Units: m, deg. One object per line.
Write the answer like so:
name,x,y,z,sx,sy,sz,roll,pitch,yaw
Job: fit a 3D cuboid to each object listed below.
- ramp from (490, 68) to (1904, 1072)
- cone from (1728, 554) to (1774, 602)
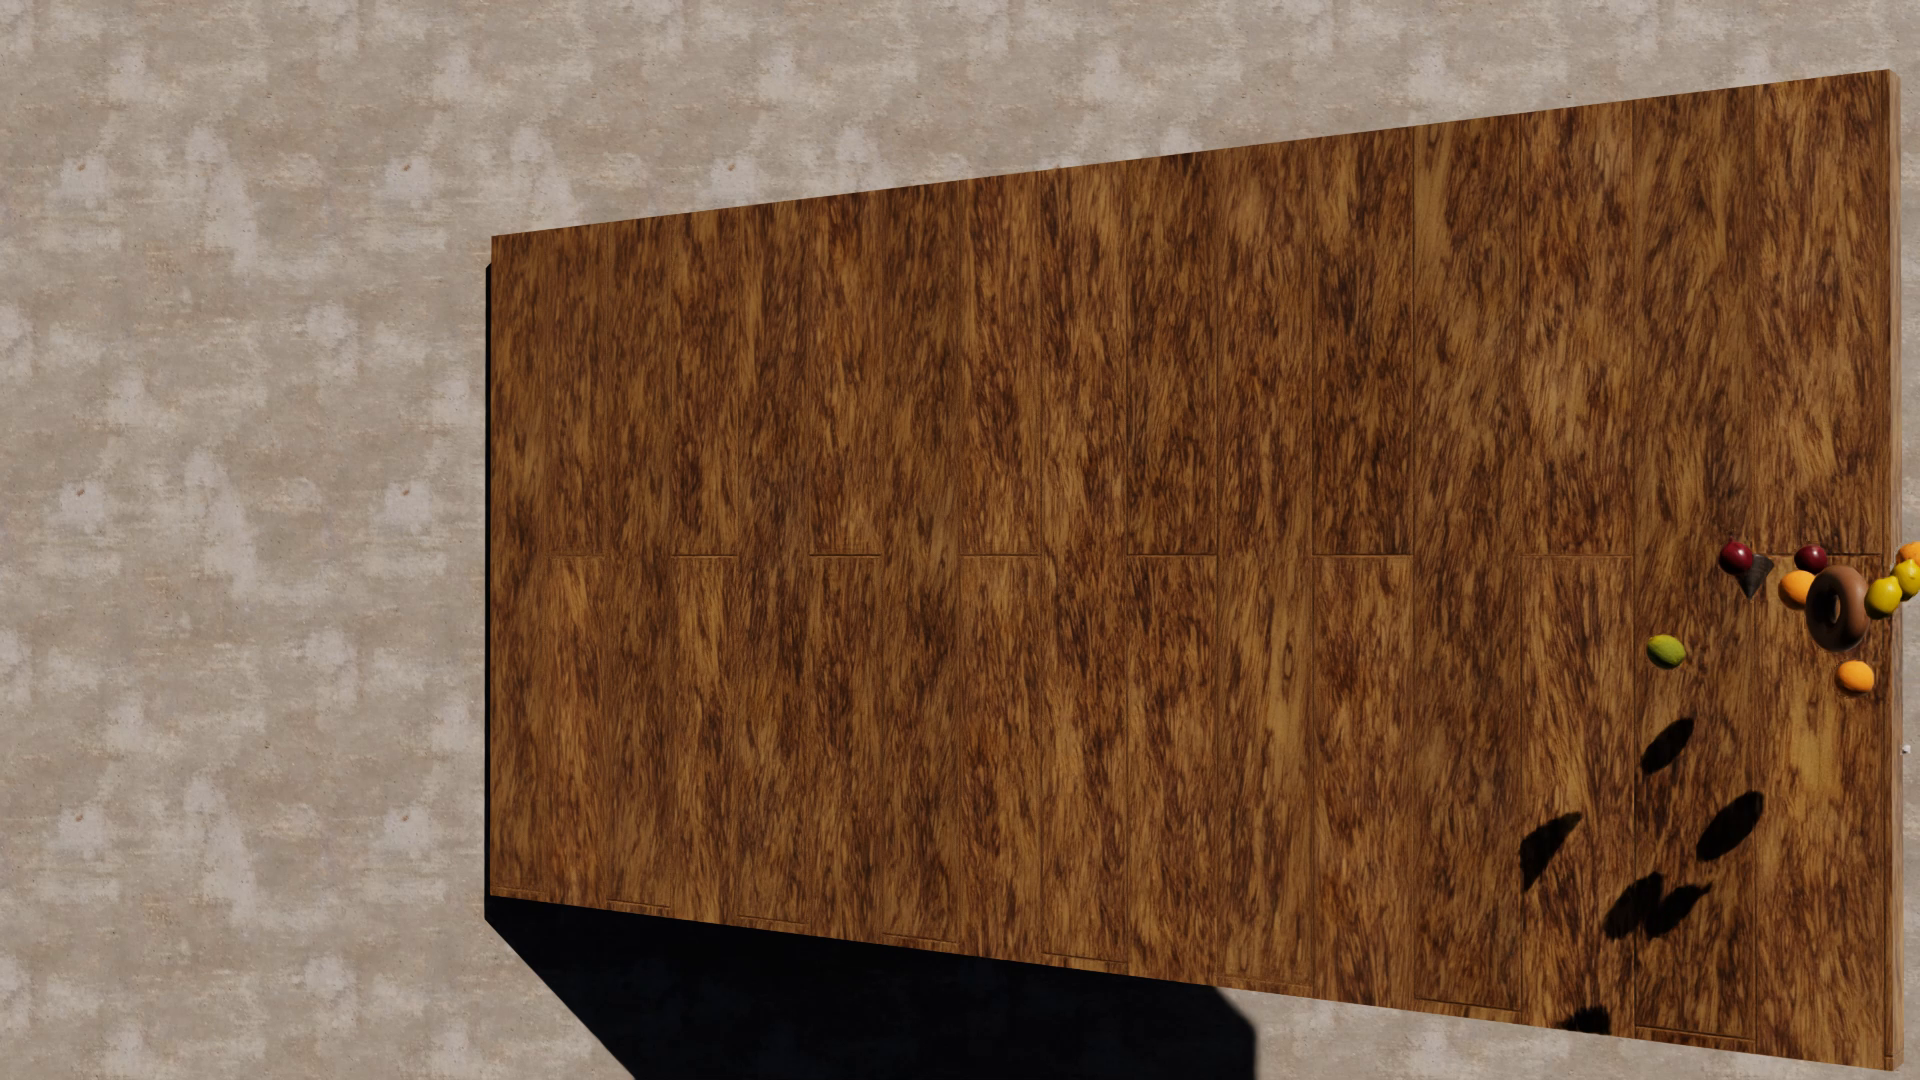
ramp,0.245,0.068,5.571,4.000,0.100,2.000,0,89,35
cone,1.515,0.082,4.216,0.082,0.082,0.082,14,63,0
